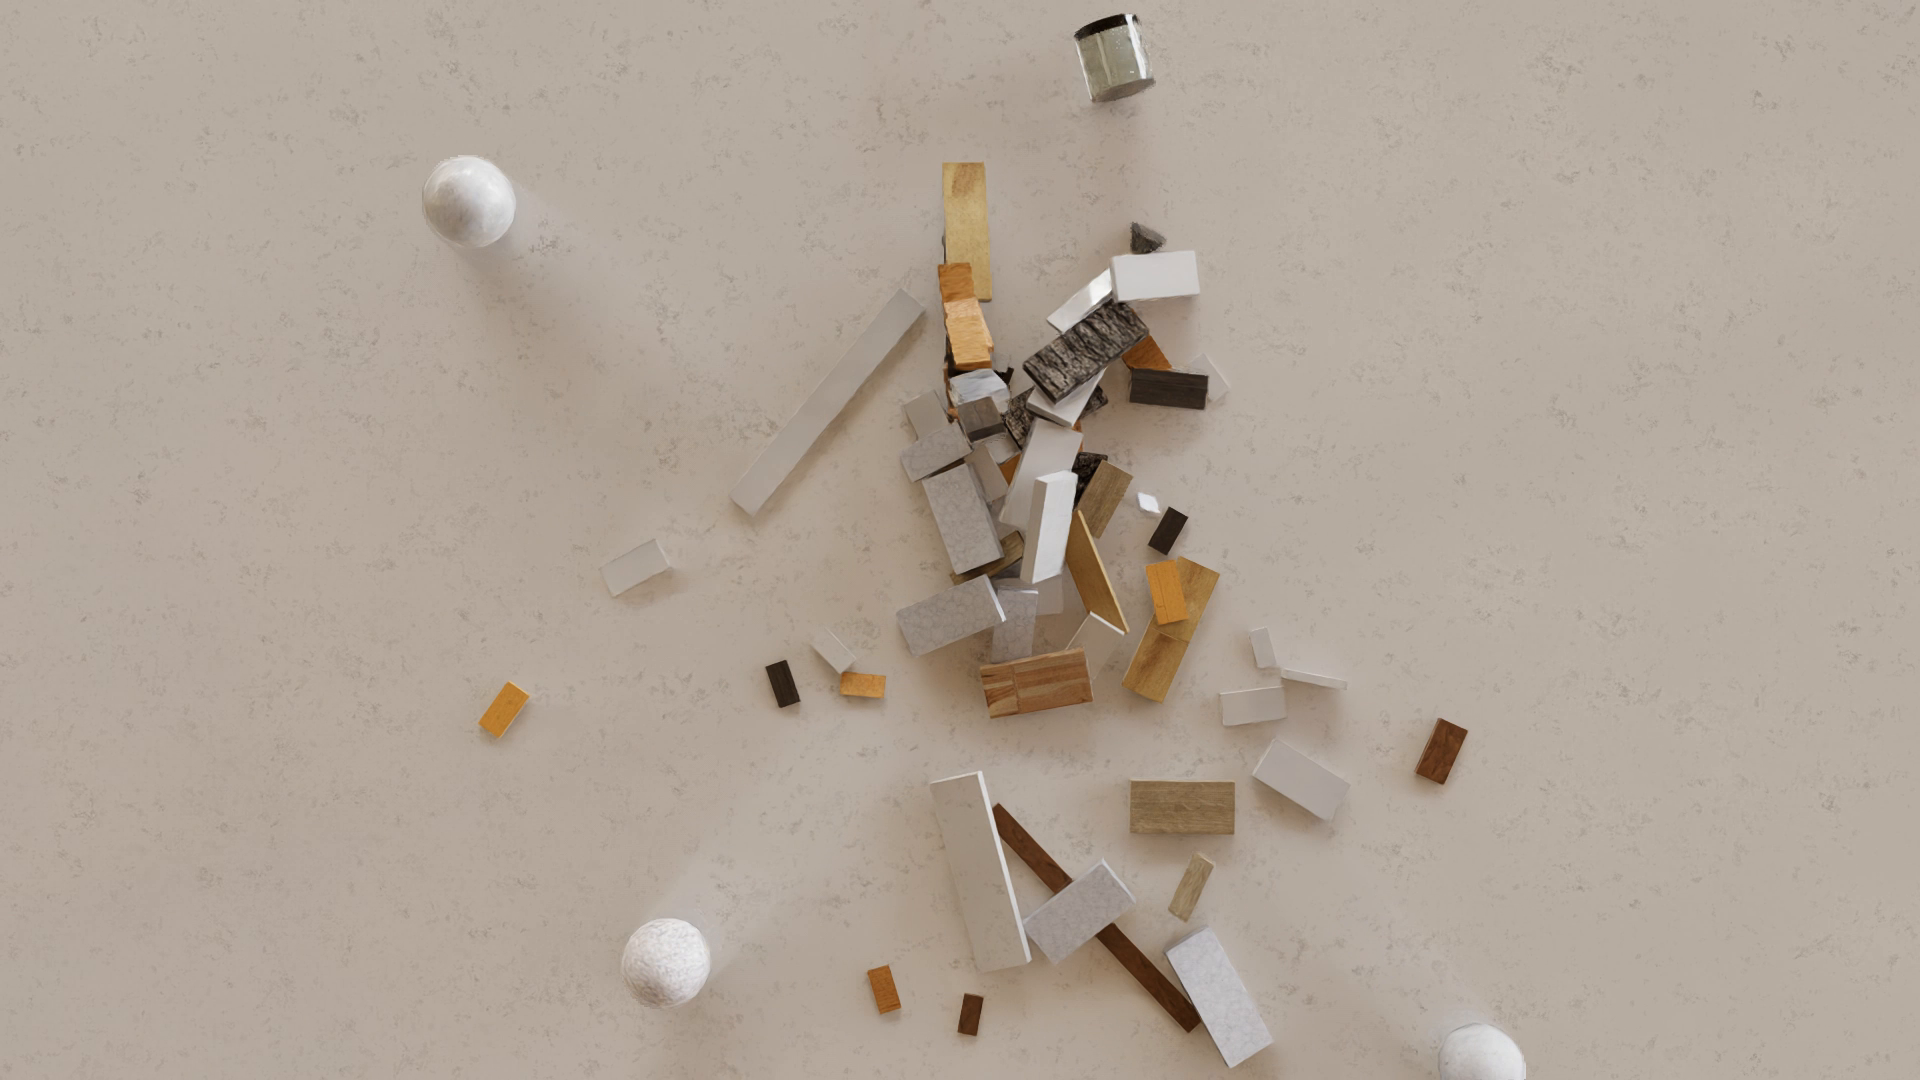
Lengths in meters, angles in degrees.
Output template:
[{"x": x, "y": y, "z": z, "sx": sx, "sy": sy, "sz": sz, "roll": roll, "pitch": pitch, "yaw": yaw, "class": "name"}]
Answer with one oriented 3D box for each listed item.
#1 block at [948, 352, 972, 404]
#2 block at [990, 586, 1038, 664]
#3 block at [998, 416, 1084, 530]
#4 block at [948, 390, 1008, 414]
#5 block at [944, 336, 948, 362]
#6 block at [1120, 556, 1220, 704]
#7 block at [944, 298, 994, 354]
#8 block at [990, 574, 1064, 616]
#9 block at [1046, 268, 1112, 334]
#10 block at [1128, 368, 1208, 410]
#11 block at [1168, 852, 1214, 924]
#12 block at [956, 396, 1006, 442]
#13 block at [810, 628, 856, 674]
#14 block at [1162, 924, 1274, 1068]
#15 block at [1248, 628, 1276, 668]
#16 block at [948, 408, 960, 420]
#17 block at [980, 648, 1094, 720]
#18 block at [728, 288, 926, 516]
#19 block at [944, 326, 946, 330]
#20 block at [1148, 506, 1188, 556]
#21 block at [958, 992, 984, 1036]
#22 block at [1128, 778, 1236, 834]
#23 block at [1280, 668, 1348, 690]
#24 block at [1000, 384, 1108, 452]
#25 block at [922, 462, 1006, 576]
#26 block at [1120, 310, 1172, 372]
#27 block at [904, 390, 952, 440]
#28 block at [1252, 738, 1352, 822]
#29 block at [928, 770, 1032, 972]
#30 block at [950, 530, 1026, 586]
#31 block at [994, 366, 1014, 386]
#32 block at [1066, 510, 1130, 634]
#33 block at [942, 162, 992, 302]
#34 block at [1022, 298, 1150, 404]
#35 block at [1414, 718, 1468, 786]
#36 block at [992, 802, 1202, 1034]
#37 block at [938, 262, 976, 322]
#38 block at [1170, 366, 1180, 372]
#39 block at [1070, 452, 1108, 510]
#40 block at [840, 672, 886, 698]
[{"x": 0.006, "y": -0.532, "z": 5.381, "sx": 0.083, "sy": 0.024, "sz": 0.167, "roll": -4, "pitch": 106, "yaw": 2, "class": "block"}, {"x": 0.178, "y": 0.292, "z": 5.449, "sx": 0.131, "sy": 0.037, "sz": 0.263, "roll": 6, "pitch": 105, "yaw": 0, "class": "block"}, {"x": 0.263, "y": -0.205, "z": 5.386, "sx": 0.165, "sy": 0.047, "sz": 0.358, "roll": 19, "pitch": 94, "yaw": -16, "class": "block"}, {"x": 0.058, "y": -0.444, "z": 5.246, "sx": 0.140, "sy": 0.279, "sz": 0.040, "roll": -17, "pitch": 111, "yaw": -4, "class": "block"}, {"x": -0.001, "y": -0.755, "z": 5.441, "sx": 0.083, "sy": 0.024, "sz": 0.342, "roll": 3, "pitch": 92, "yaw": 1, "class": "block"}, {"x": 0.699, "y": 0.298, "z": 5.479, "sx": 0.146, "sy": 0.041, "sz": 0.472, "roll": 24, "pitch": 90, "yaw": 0, "class": "block"}, {"x": 0.027, "y": -0.676, "z": 5.257, "sx": 0.110, "sy": 0.031, "sz": 0.221, "roll": -12, "pitch": 55, "yaw": -8, "class": "block"}, {"x": 0.206, "y": 0.185, "z": 5.466, "sx": 0.263, "sy": 0.037, "sz": 0.131, "roll": -6, "pitch": 100, "yaw": 2, "class": "block"}, {"x": 0.433, "y": -0.802, "z": 5.432, "sx": 0.339, "sy": 0.021, "sz": 0.073, "roll": -40, "pitch": 62, "yaw": -15, "class": "block"}, {"x": 0.688, "y": -0.500, "z": 5.449, "sx": 0.252, "sy": 0.033, "sz": 0.115, "roll": 5, "pitch": 100, "yaw": -5, "class": "block"}, {"x": 0.762, "y": 1.146, "z": 5.445, "sx": 0.030, "sy": 0.106, "sz": 0.212, "roll": 25, "pitch": 90, "yaw": -16, "class": "block"}, {"x": 0.062, "y": -0.362, "z": 4.917, "sx": 0.110, "sy": 0.221, "sz": 0.031, "roll": -17, "pitch": 117, "yaw": -1, "class": "block"}, {"x": -0.422, "y": 0.368, "z": 5.479, "sx": 0.073, "sy": 0.021, "sz": 0.147, "roll": -45, "pitch": 82, "yaw": 0, "class": "block"}, {"x": 0.855, "y": 1.510, "z": 5.465, "sx": 0.172, "sy": 0.049, "sz": 0.437, "roll": -29, "pitch": 90, "yaw": -7, "class": "block"}, {"x": 1.006, "y": 0.359, "z": 5.491, "sx": 0.063, "sy": 0.018, "sz": 0.127, "roll": -15, "pitch": 90, "yaw": 0, "class": "block"}, {"x": 0.022, "y": -0.413, "z": 5.391, "sx": 0.059, "sy": 0.118, "sz": 0.017, "roll": 30, "pitch": 68, "yaw": -42, "class": "block"}, {"x": 0.253, "y": 0.473, "z": 5.438, "sx": 0.346, "sy": 0.049, "sz": 0.173, "roll": -11, "pitch": 101, "yaw": 7, "class": "block"}, {"x": -0.443, "y": -0.458, "z": 5.485, "sx": 0.106, "sy": 0.030, "sz": 0.897, "roll": 40, "pitch": 90, "yaw": 0, "class": "block"}, {"x": -0.011, "y": -0.750, "z": 5.464, "sx": 0.082, "sy": 0.023, "sz": 0.164, "roll": -2, "pitch": 91, "yaw": 0, "class": "block"}, {"x": 0.691, "y": -0.030, "z": 5.490, "sx": 0.073, "sy": 0.021, "sz": 0.147, "roll": 29, "pitch": 90, "yaw": 0, "class": "block"}, {"x": 0.035, "y": 1.579, "z": 5.491, "sx": 0.065, "sy": 0.018, "sz": 0.131, "roll": 11, "pitch": 90, "yaw": 0, "class": "block"}, {"x": 0.736, "y": 0.885, "z": 5.476, "sx": 0.345, "sy": 0.049, "sz": 0.172, "roll": 1, "pitch": 90, "yaw": 0, "class": "block"}, {"x": 1.170, "y": 0.459, "z": 5.450, "sx": 0.200, "sy": 0.100, "sz": 0.028, "roll": 11, "pitch": 90, "yaw": 0, "class": "block"}, {"x": 0.304, "y": -0.444, "z": 5.444, "sx": 0.330, "sy": 0.047, "sz": 0.165, "roll": -30, "pitch": 78, "yaw": -5, "class": "block"}, {"x": 0.011, "y": -0.068, "z": 5.412, "sx": 0.165, "sy": 0.047, "sz": 0.330, "roll": -22, "pitch": 84, "yaw": 19, "class": "block"}, {"x": 0.588, "y": -0.638, "z": 5.483, "sx": 0.118, "sy": 0.033, "sz": 0.236, "roll": -34, "pitch": 90, "yaw": 0, "class": "block"}, {"x": -0.084, "y": -0.370, "z": 5.469, "sx": 0.115, "sy": 0.033, "sz": 0.230, "roll": -27, "pitch": 90, "yaw": 15, "class": "block"}, {"x": 1.133, "y": 0.796, "z": 5.479, "sx": 0.292, "sy": 0.041, "sz": 0.146, "roll": 32, "pitch": 90, "yaw": 0, "class": "block"}, {"x": 0.066, "y": 1.097, "z": 5.452, "sx": 0.173, "sy": 0.049, "sz": 0.646, "roll": -15, "pitch": 90, "yaw": 17, "class": "block"}, {"x": 0.097, "y": 0.077, "z": 5.424, "sx": 0.276, "sy": 0.024, "sz": 0.086, "roll": -33, "pitch": 71, "yaw": 16, "class": "block"}, {"x": 0.120, "y": -0.490, "z": 5.492, "sx": 0.059, "sy": 0.017, "sz": 0.190, "roll": 20, "pitch": 90, "yaw": 0, "class": "block"}, {"x": 0.429, "y": 0.119, "z": 5.438, "sx": 0.106, "sy": 0.030, "sz": 0.439, "roll": -20, "pitch": 97, "yaw": 27, "class": "block"}, {"x": 0.021, "y": -1.009, "z": 5.406, "sx": 0.139, "sy": 0.040, "sz": 0.458, "roll": -3, "pitch": 86, "yaw": -6, "class": "block"}, {"x": 0.412, "y": -0.623, "z": 5.388, "sx": 0.399, "sy": 0.047, "sz": 0.165, "roll": -37, "pitch": 72, "yaw": -13, "class": "block"}, {"x": 1.600, "y": 0.703, "z": 5.486, "sx": 0.100, "sy": 0.028, "sz": 0.200, "roll": 24, "pitch": 90, "yaw": 0, "class": "block"}, {"x": 0.444, "y": 1.256, "z": 5.490, "sx": 0.073, "sy": 0.021, "sz": 0.990, "roll": -44, "pitch": 90, "yaw": 0, "class": "block"}, {"x": -0.006, "y": -0.790, "z": 5.351, "sx": 0.106, "sy": 0.030, "sz": 0.212, "roll": -8, "pitch": 87, "yaw": -6, "class": "block"}, {"x": 0.684, "y": -0.518, "z": 5.483, "sx": 0.127, "sy": 0.018, "sz": 0.063, "roll": -34, "pitch": 105, "yaw": 0, "class": "block"}, {"x": 0.413, "y": -0.172, "z": 5.465, "sx": 0.118, "sy": 0.033, "sz": 0.236, "roll": 8, "pitch": 99, "yaw": 0, "class": "block"}, {"x": -0.323, "y": 0.482, "z": 5.490, "sx": 0.147, "sy": 0.021, "sz": 0.073, "roll": 5, "pitch": 90, "yaw": 0, "class": "block"}]
